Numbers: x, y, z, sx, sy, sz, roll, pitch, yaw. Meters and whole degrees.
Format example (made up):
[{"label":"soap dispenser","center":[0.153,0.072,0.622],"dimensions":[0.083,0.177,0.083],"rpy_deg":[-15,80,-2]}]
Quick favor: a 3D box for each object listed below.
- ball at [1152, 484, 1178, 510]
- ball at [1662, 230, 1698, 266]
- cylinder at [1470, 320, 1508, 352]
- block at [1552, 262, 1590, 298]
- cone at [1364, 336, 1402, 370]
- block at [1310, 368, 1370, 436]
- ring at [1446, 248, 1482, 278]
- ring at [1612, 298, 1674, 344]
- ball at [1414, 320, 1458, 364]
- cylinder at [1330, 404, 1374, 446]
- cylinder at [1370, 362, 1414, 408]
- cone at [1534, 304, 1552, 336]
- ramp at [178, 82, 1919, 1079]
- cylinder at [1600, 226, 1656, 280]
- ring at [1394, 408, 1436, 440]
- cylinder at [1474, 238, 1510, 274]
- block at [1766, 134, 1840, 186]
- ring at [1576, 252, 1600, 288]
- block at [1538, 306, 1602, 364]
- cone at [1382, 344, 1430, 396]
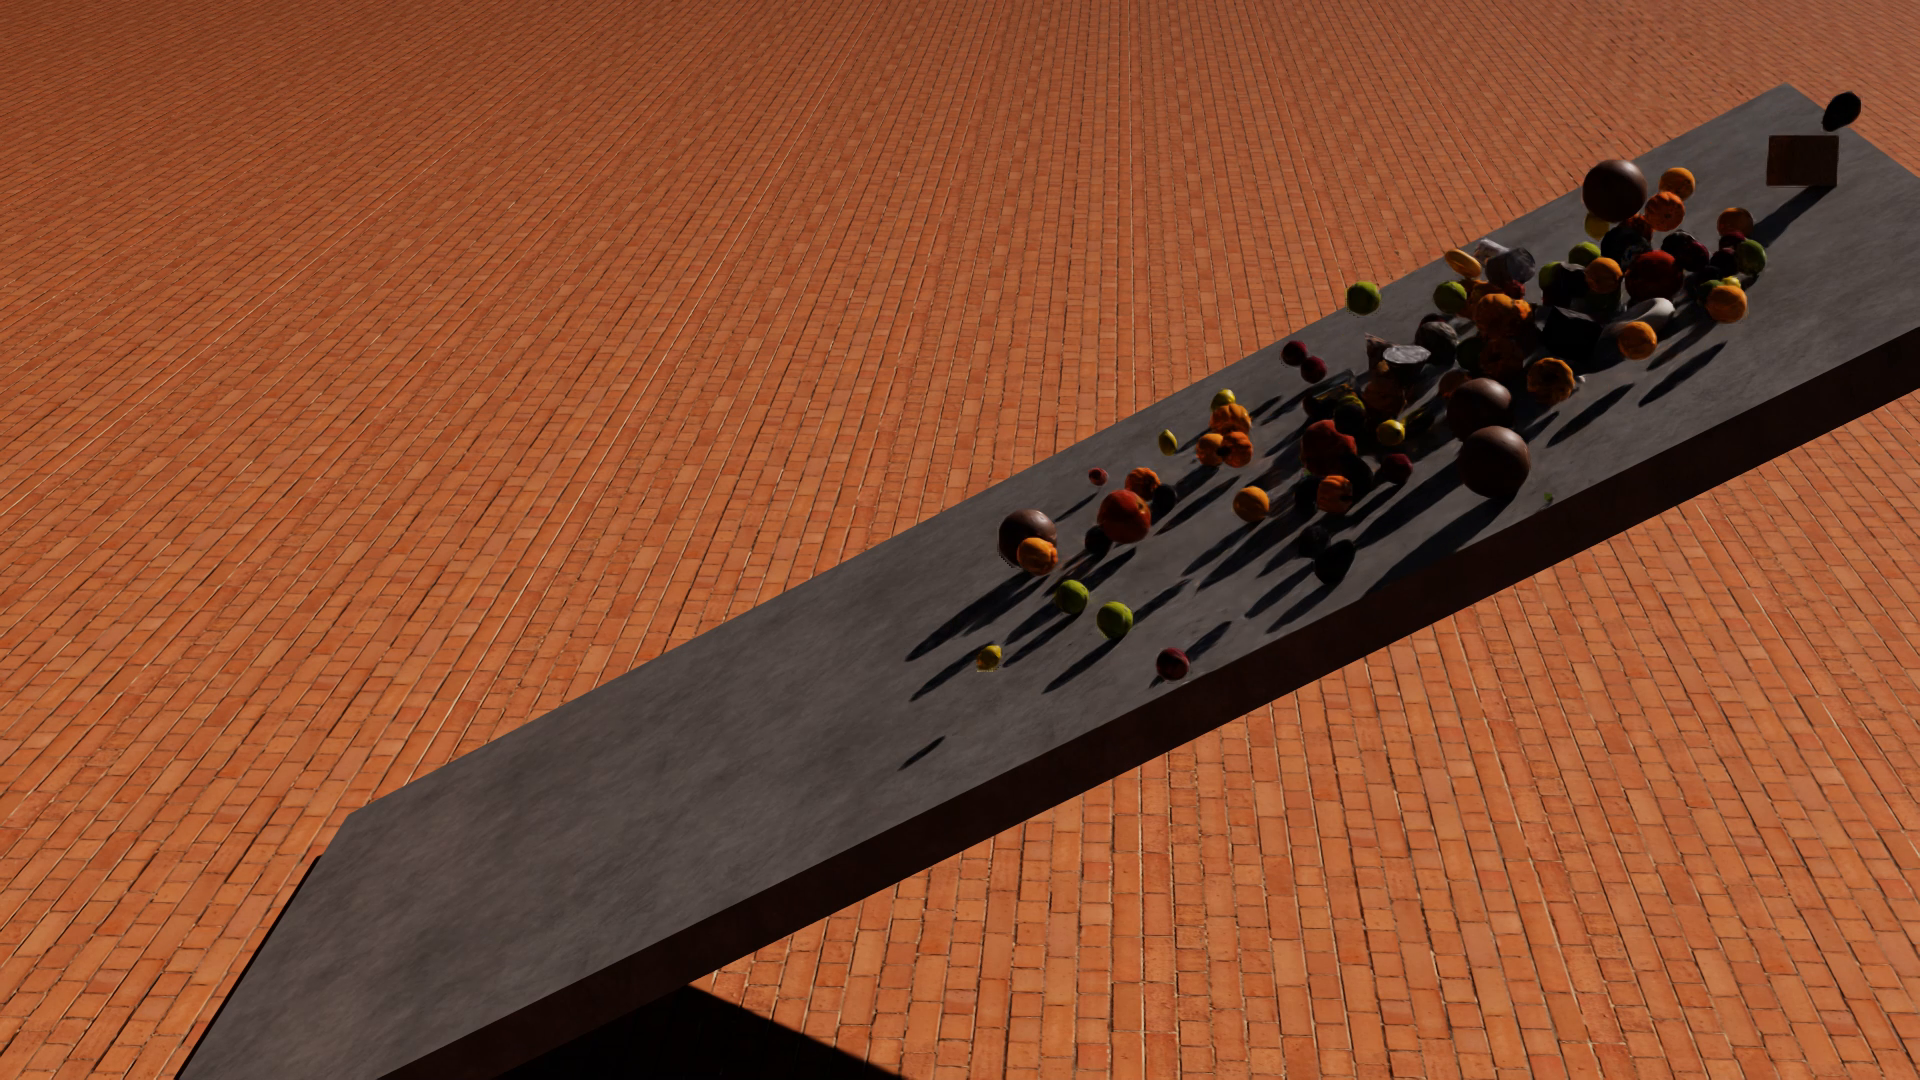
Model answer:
[{"label":"ball","center":[0.438,-0.093,6.281],"dimensions":[0.054,0.054,0.054],"rpy_deg":[0,18,0]},{"label":"ball","center":[1.459,-0.593,5.965],"dimensions":[0.071,0.071,0.071],"rpy_deg":[0,18,0]},{"label":"cylinder","center":[1.111,-0.418,6.184],"dimensions":[0.073,0.073,0.073],"rpy_deg":[2,21,-1]},{"label":"block","center":[1.257,-0.535,6.046],"dimensions":[0.053,0.053,0.053],"rpy_deg":[6,24,-10]},{"label":"cone","center":[0.933,-0.416,6.425],"dimensions":[0.085,0.085,0.085],"rpy_deg":[-14,16,7]},{"label":"block","center":[0.798,-0.289,6.175],"dimensions":[0.091,0.091,0.091],"rpy_deg":[-26,15,16]},{"label":"ring","center":[1.095,-0.602,6.400],"dimensions":[0.088,0.029,0.088],"rpy_deg":[34,-6,4]},{"label":"ring","center":[1.325,-0.426,5.709],"dimensions":[0.129,0.043,0.129],"rpy_deg":[-30,14,8]},{"label":"ball","center":[0.995,-0.412,6.142],"dimensions":[0.093,0.093,0.093],"rpy_deg":[0,18,0]},{"label":"cylinder","center":[0.793,-0.234,5.963],"dimensions":[0.064,0.064,0.064],"rpy_deg":[29,12,-15]},{"label":"cylinder","center":[0.898,-0.325,6.117],"dimensions":[0.084,0.084,0.084],"rpy_deg":[1,13,2]},{"label":"cone","center":[1.193,-0.433,6.014],"dimensions":[0.072,0.072,0.072],"rpy_deg":[-6,-23,-17]},{"label":"ramp","center":[0.141,0.167,6.282],"dimensions":[4.000,0.100,2.000],"rpy_deg":[-27,14,11]},{"label":"cylinder","center":[1.344,-0.577,5.918],"dimensions":[0.087,0.087,0.087],"rpy_deg":[12,-7,33]},{"label":"ring","center":[0.908,-0.232,5.873],"dimensions":[0.093,0.031,0.093],"rpy_deg":[-34,11,7]},{"label":"cylinder","center":[1.187,-0.633,6.566],"dimensions":[0.062,0.062,0.062],"rpy_deg":[29,28,20]},{"label":"block","center":[1.705,-0.767,5.950],"dimensions":[0.099,0.099,0.099],"rpy_deg":[-1,6,-17]},{"label":"ring","center":[1.318,-0.567,6.163],"dimensions":[0.025,0.075,0.075],"rpy_deg":[1,13,-39]},{"label":"block","center":[1.187,-0.399,5.721],"dimensions":[0.076,0.076,0.076],"rpy_deg":[13,21,-19]},{"label":"cone","center":[0.914,-0.336,6.026],"dimensions":[0.097,0.097,0.097],"rpy_deg":[-3,27,2]}]
